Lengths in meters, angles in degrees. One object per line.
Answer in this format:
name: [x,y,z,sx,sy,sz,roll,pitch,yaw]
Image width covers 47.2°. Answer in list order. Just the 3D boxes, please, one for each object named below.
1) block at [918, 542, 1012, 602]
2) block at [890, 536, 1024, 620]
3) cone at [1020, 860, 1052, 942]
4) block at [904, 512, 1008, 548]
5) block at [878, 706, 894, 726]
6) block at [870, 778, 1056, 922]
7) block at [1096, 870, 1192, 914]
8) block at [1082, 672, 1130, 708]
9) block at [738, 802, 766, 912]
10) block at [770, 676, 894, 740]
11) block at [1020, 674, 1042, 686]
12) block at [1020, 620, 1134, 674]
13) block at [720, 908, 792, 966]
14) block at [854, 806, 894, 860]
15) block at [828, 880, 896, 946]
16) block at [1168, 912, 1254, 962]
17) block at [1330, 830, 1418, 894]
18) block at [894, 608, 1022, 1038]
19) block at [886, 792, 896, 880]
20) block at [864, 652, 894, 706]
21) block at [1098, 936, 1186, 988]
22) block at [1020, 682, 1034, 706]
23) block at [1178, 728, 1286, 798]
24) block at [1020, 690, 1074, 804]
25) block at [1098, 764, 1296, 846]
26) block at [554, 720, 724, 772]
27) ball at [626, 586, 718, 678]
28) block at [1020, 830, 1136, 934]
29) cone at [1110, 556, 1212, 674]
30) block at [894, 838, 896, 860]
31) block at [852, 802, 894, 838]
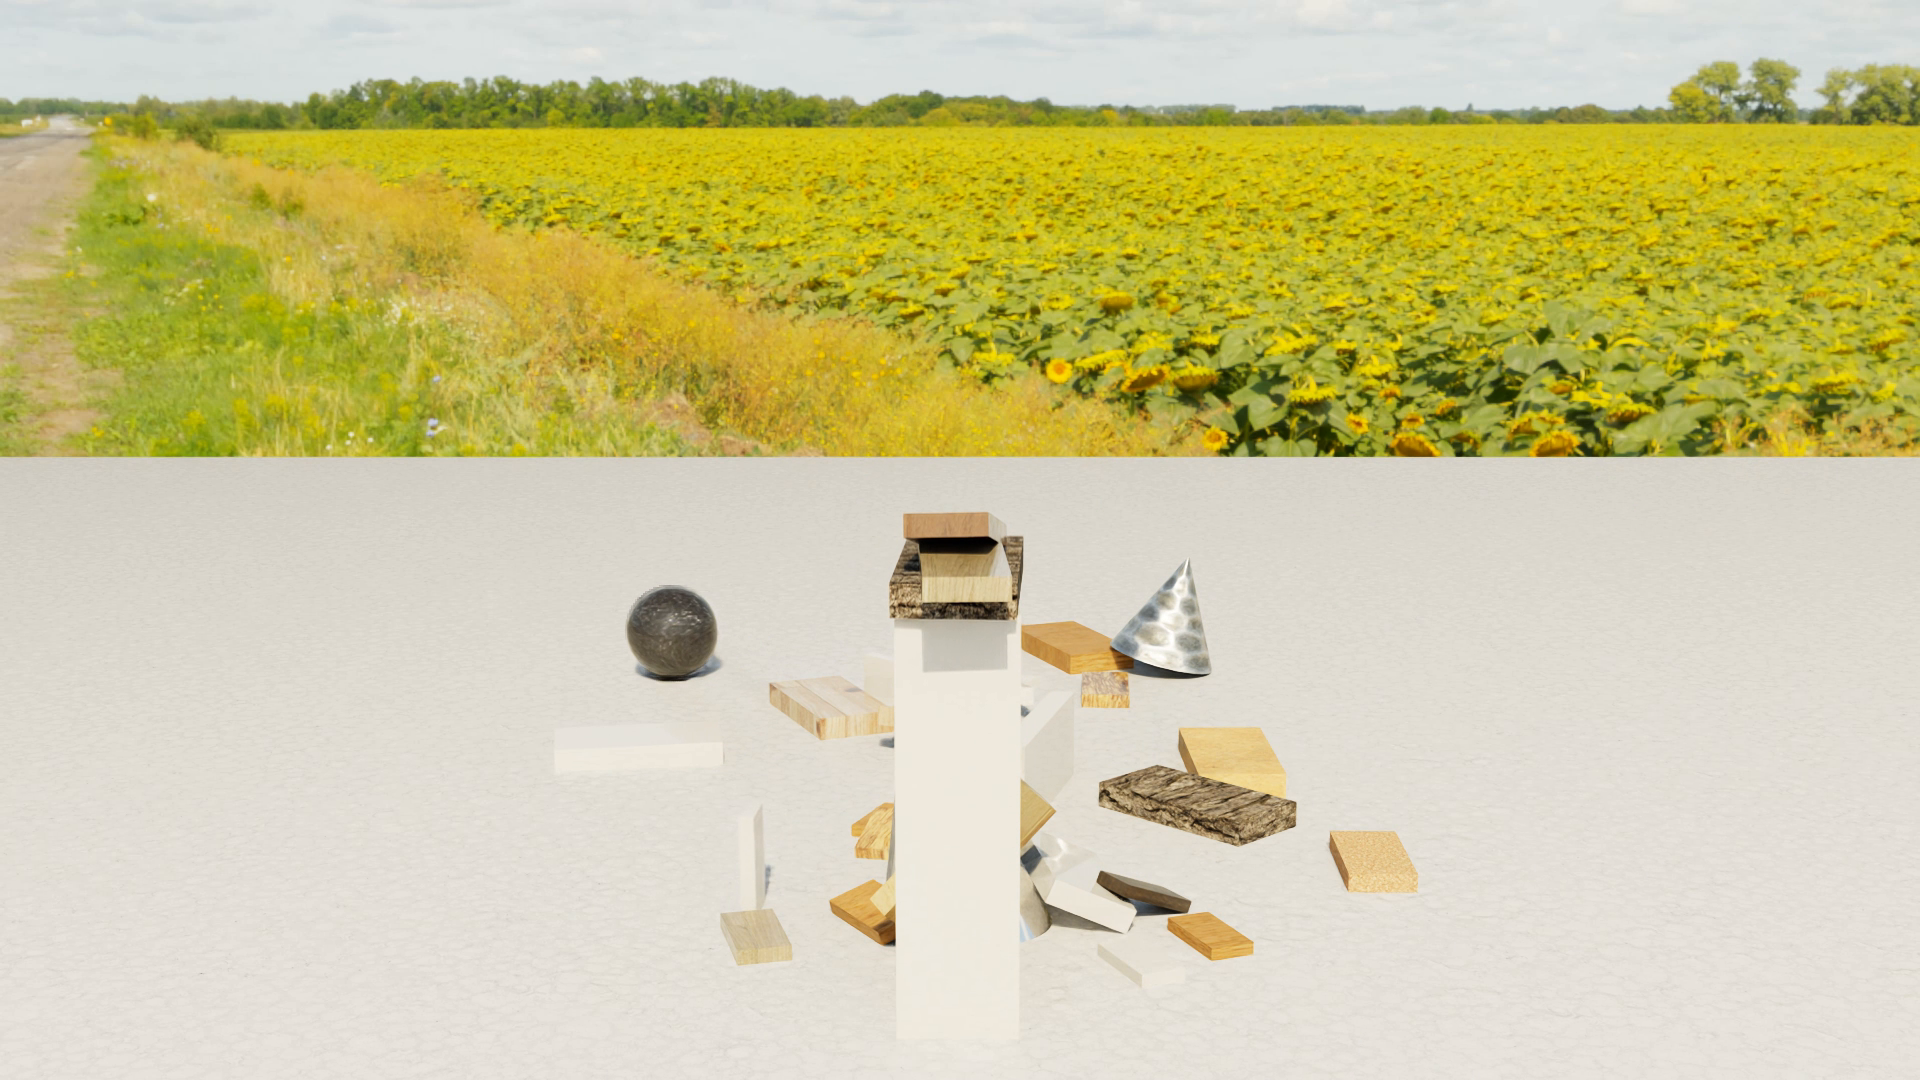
block: [0.005,0.041,2.939,0.115,0.033,0.230,0,11,-2]
block: [0.000,0.049,3.110,0.171,0.049,0.343,1,11,3]
cone: [0.031,0.498,3.522,0.235,0.235,0.235,0,11,0]
block: [-0.004,-0.013,3.053,0.115,0.033,0.230,-1,-4,7]
block: [-0.024,0.364,4.430,0.135,0.038,0.269,4,-2,-45]
block: [0.007,0.486,3.394,0.041,0.289,0.144,43,-1,40]
block: [0.298,0.570,3.563,0.146,0.021,0.073,20,-1,-36]
block: [0.327,0.337,4.952,0.105,0.030,0.210,1,11,3]
block: [-0.338,0.520,3.580,0.024,0.169,0.085,0,11,5]
block: [-0.281,0.362,4.770,0.166,0.047,0.332,-5,11,-23]
block: [0.144,0.327,5.050,0.046,0.013,0.093,8,13,38]
block: [0.271,0.259,5.324,0.166,0.047,0.332,-4,11,-22]
block: [-0.320,0.620,3.441,0.085,0.024,0.169,-3,11,-15]
block: [-0.132,0.521,3.904,0.074,0.021,0.148,2,22,13]
block: [-0.132,0.595,3.520,0.085,0.024,0.169,-22,20,-26]
block: [0.392,0.621,3.448,0.073,0.021,0.146,-4,11,-22]
block: [0.710,0.552,3.783,0.115,0.033,0.230,0,11,2]
block: [-0.003,0.396,3.050,0.171,0.608,0.049,0,11,0]
block: [-0.036,0.467,3.582,0.144,0.289,0.041,-2,39,-11]
block: [-0.129,0.318,4.847,0.210,0.105,0.030,10,15,44]
block: [0.275,0.640,3.341,0.073,0.021,0.146,-5,11,-23]
block: [0.058,0.331,4.846,0.135,0.038,0.269,-1,3,-15]
block: [0.535,0.439,4.355,0.167,0.047,0.335,0,11,-1]
block: [0.148,0.416,4.147,0.047,0.167,0.411,3,11,15]
block: [0.438,0.490,4.079,0.167,0.047,0.335,-10,15,-43]
block: [-0.654,0.418,4.464,0.332,0.047,0.166,-2,11,-10]
ball: [-0.668,0.214,5.111,0.212,0.212,0.212,0,11,0]
block: [0.183,0.552,3.606,0.144,0.041,0.289,23,6,-13]
cone: [0.506,0.156,5.173,0.250,0.250,0.250,14,9,-2]
block: [-0.020,0.420,3.214,0.116,0.033,0.232,2,9,7]
block: [-0.134,0.514,4.019,0.074,0.021,0.148,4,11,22]
